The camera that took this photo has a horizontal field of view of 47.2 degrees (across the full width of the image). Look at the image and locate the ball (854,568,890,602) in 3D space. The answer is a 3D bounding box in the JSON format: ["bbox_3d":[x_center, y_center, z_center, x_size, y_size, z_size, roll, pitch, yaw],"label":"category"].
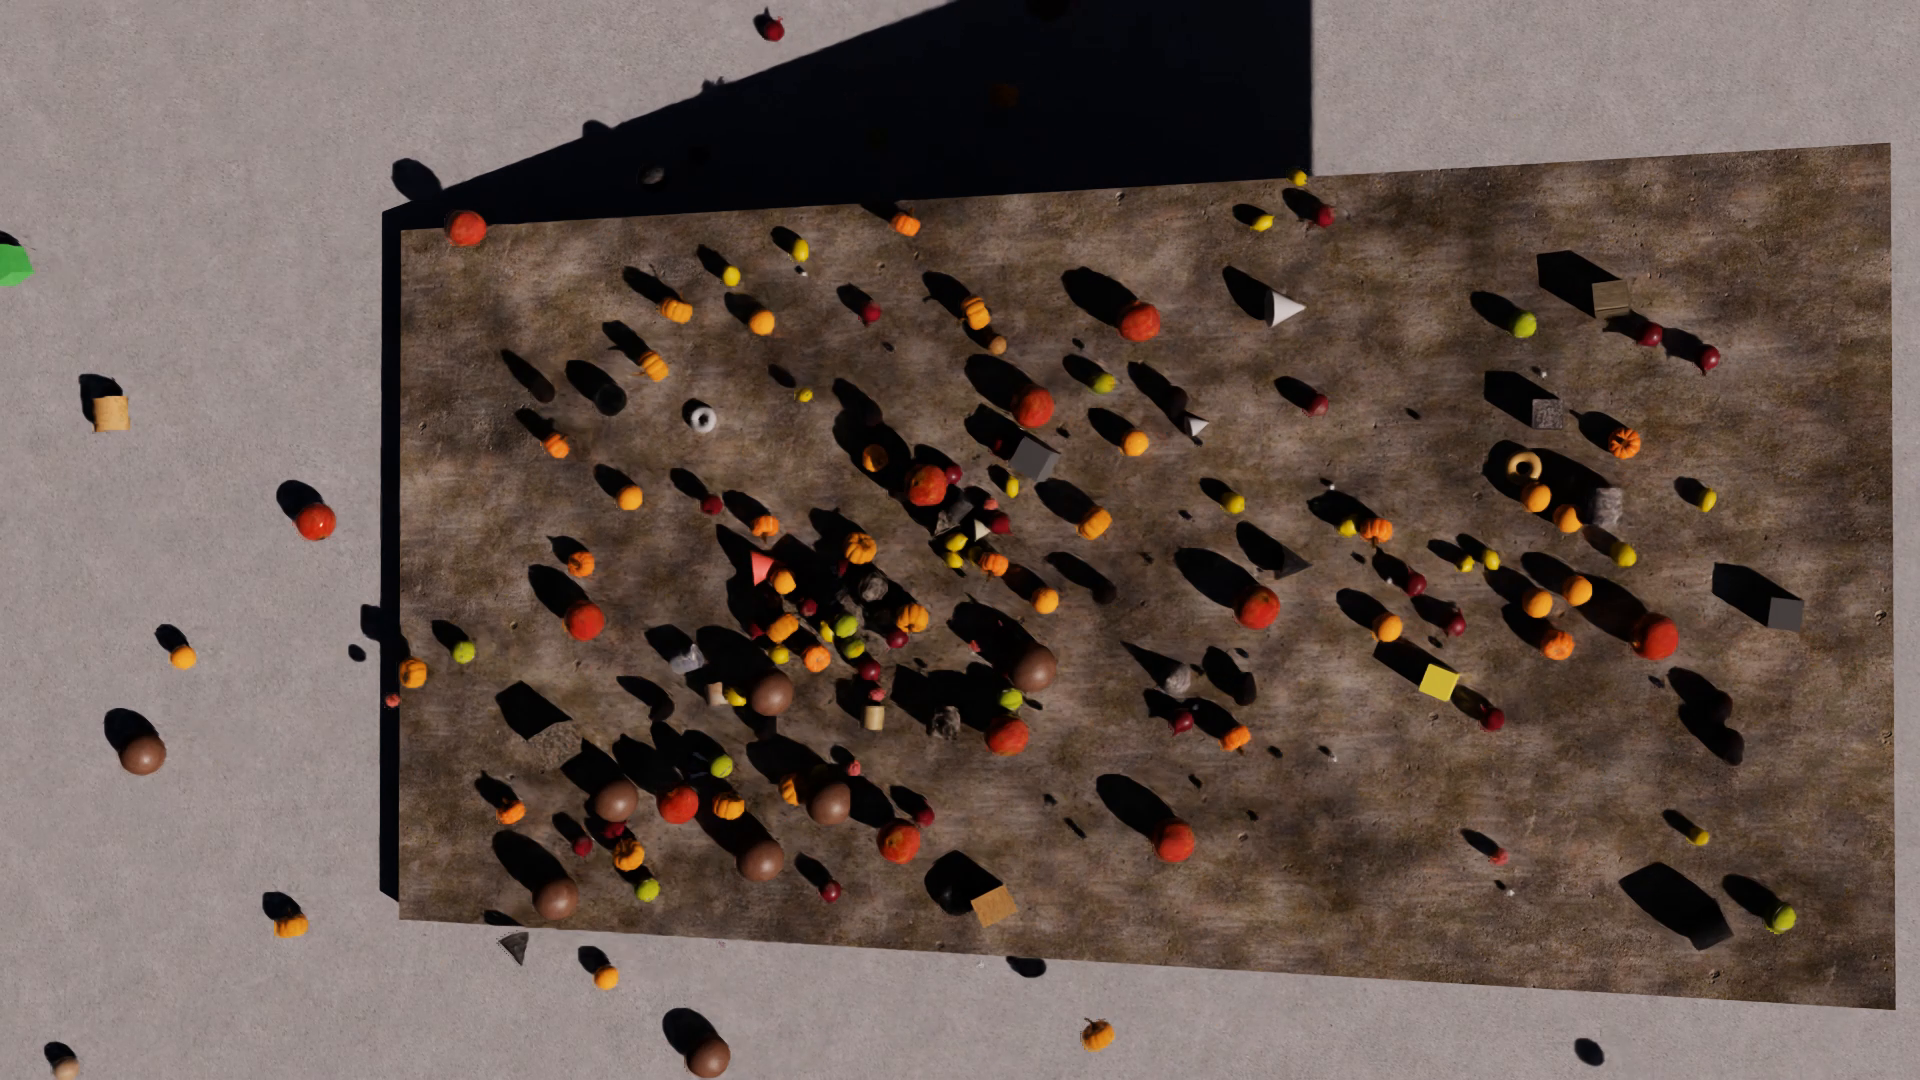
[{"bbox_3d":[-0.234,0.120,5.850,0.092,0.092,0.092,0,89,0],"label":"ball"}]

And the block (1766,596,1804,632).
[{"bbox_3d":[1.918,0.172,5.111,0.072,0.072,0.072,8,92,19],"label":"block"}]

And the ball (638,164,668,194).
[{"bbox_3d":[-0.875,-1.030,6.274,0.082,0.082,0.082,0,89,0],"label":"ball"}]

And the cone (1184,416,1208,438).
[{"bbox_3d":[0.609,-0.294,5.597,0.059,0.059,0.059,-14,89,-8],"label":"cone"}]

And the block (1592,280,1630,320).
[{"bbox_3d":[1.553,-0.573,5.245,0.078,0.078,0.078,-6,87,19],"label":"block"}]

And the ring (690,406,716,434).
[{"bbox_3d":[-0.708,-0.332,6.057,0.077,0.026,0.077,0,90,20],"label":"ring"}]

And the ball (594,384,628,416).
[{"bbox_3d":[-0.971,-0.390,6.114,0.092,0.092,0.092,0,89,0],"label":"ball"}]

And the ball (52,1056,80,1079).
[{"bbox_3d":[-2.610,1.543,6.422,0.074,0.074,0.074,0,89,0],"label":"ball"}]

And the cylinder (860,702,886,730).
[{"bbox_3d":[-0.234,0.470,5.861,0.063,0.063,0.063,9,100,0],"label":"cylinder"}]

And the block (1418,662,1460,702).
[{"bbox_3d":[1.170,0.346,5.369,0.071,0.071,0.071,23,97,18],"label":"block"}]

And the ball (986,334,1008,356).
[{"bbox_3d":[0.095,-0.512,5.763,0.056,0.056,0.056,0,89,0],"label":"ball"}]

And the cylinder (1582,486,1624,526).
[{"bbox_3d":[1.532,-0.079,5.239,0.089,0.089,0.089,4,90,0],"label":"cylinder"}]

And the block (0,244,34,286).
[{"bbox_3d":[-2.787,-0.801,6.429,0.089,0.089,0.089,-28,86,20],"label":"block"}]

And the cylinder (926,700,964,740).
[{"bbox_3d":[-0.039,0.473,5.780,0.087,0.087,0.087,11,93,0],"label":"cylinder"}]

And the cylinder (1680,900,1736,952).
[{"bbox_3d":[1.750,0.903,5.149,0.092,0.092,0.092,-30,89,16],"label":"cylinder"}]

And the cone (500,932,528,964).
[{"bbox_3d":[-1.249,1.164,6.217,0.087,0.087,0.087,-20,73,0],"label":"cone"}]

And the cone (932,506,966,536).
[{"bbox_3d":[-0.023,-0.042,5.808,0.084,0.084,0.084,11,89,-8],"label":"cone"}]

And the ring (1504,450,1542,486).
[{"bbox_3d":[1.364,-0.175,5.331,0.089,0.030,0.089,0,90,20],"label":"ring"}]

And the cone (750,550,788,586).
[{"bbox_3d":[-0.515,0.071,5.974,0.098,0.098,0.098,-6,89,-8],"label":"cone"}]

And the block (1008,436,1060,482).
[{"bbox_3d":[0.194,-0.209,5.709,0.086,0.086,0.086,32,99,17],"label":"block"}]

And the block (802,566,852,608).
[{"bbox_3d":[-0.354,0.126,5.898,0.082,0.082,0.082,-44,76,14],"label":"block"}]

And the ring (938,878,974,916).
[{"bbox_3d":[-0.009,0.940,5.792,0.103,0.034,0.103,0,90,19],"label":"ring"}]

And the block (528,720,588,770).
[{"bbox_3d":[-1.122,0.573,6.150,0.099,0.099,0.099,-31,80,16],"label":"block"}]

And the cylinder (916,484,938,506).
[{"bbox_3d":[-0.087,-0.121,5.823,0.053,0.053,0.053,7,91,0],"label":"cylinder"}]

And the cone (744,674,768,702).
[{"bbox_3d":[-0.570,0.403,5.973,0.074,0.074,0.074,0,89,19],"label":"cone"}]

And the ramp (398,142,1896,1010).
[{"bbox_3d":[0.279,0.091,5.774,4.000,0.100,2.000,0,89,19],"label":"ramp"}]

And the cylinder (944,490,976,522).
[{"bbox_3d":[-0.001,-0.089,5.789,0.060,0.060,0.060,43,103,1],"label":"cylinder"}]

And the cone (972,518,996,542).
[{"bbox_3d":[0.068,-0.030,5.781,0.064,0.064,0.064,-4,89,-8],"label":"cone"}]

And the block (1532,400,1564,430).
[{"bbox_3d":[1.416,-0.302,5.293,0.069,0.069,0.069,2,90,19],"label":"block"}]

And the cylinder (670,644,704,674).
[{"bbox_3d":[-0.750,0.328,6.041,0.067,0.067,0.067,-20,89,18],"label":"cylinder"}]

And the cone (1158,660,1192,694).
[{"bbox_3d":[0.534,0.352,5.582,0.088,0.088,0.088,0,89,19],"label":"cone"}]

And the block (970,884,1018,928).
[{"bbox_3d":[0.089,0.955,5.734,0.078,0.078,0.078,-30,80,16],"label":"block"}]
